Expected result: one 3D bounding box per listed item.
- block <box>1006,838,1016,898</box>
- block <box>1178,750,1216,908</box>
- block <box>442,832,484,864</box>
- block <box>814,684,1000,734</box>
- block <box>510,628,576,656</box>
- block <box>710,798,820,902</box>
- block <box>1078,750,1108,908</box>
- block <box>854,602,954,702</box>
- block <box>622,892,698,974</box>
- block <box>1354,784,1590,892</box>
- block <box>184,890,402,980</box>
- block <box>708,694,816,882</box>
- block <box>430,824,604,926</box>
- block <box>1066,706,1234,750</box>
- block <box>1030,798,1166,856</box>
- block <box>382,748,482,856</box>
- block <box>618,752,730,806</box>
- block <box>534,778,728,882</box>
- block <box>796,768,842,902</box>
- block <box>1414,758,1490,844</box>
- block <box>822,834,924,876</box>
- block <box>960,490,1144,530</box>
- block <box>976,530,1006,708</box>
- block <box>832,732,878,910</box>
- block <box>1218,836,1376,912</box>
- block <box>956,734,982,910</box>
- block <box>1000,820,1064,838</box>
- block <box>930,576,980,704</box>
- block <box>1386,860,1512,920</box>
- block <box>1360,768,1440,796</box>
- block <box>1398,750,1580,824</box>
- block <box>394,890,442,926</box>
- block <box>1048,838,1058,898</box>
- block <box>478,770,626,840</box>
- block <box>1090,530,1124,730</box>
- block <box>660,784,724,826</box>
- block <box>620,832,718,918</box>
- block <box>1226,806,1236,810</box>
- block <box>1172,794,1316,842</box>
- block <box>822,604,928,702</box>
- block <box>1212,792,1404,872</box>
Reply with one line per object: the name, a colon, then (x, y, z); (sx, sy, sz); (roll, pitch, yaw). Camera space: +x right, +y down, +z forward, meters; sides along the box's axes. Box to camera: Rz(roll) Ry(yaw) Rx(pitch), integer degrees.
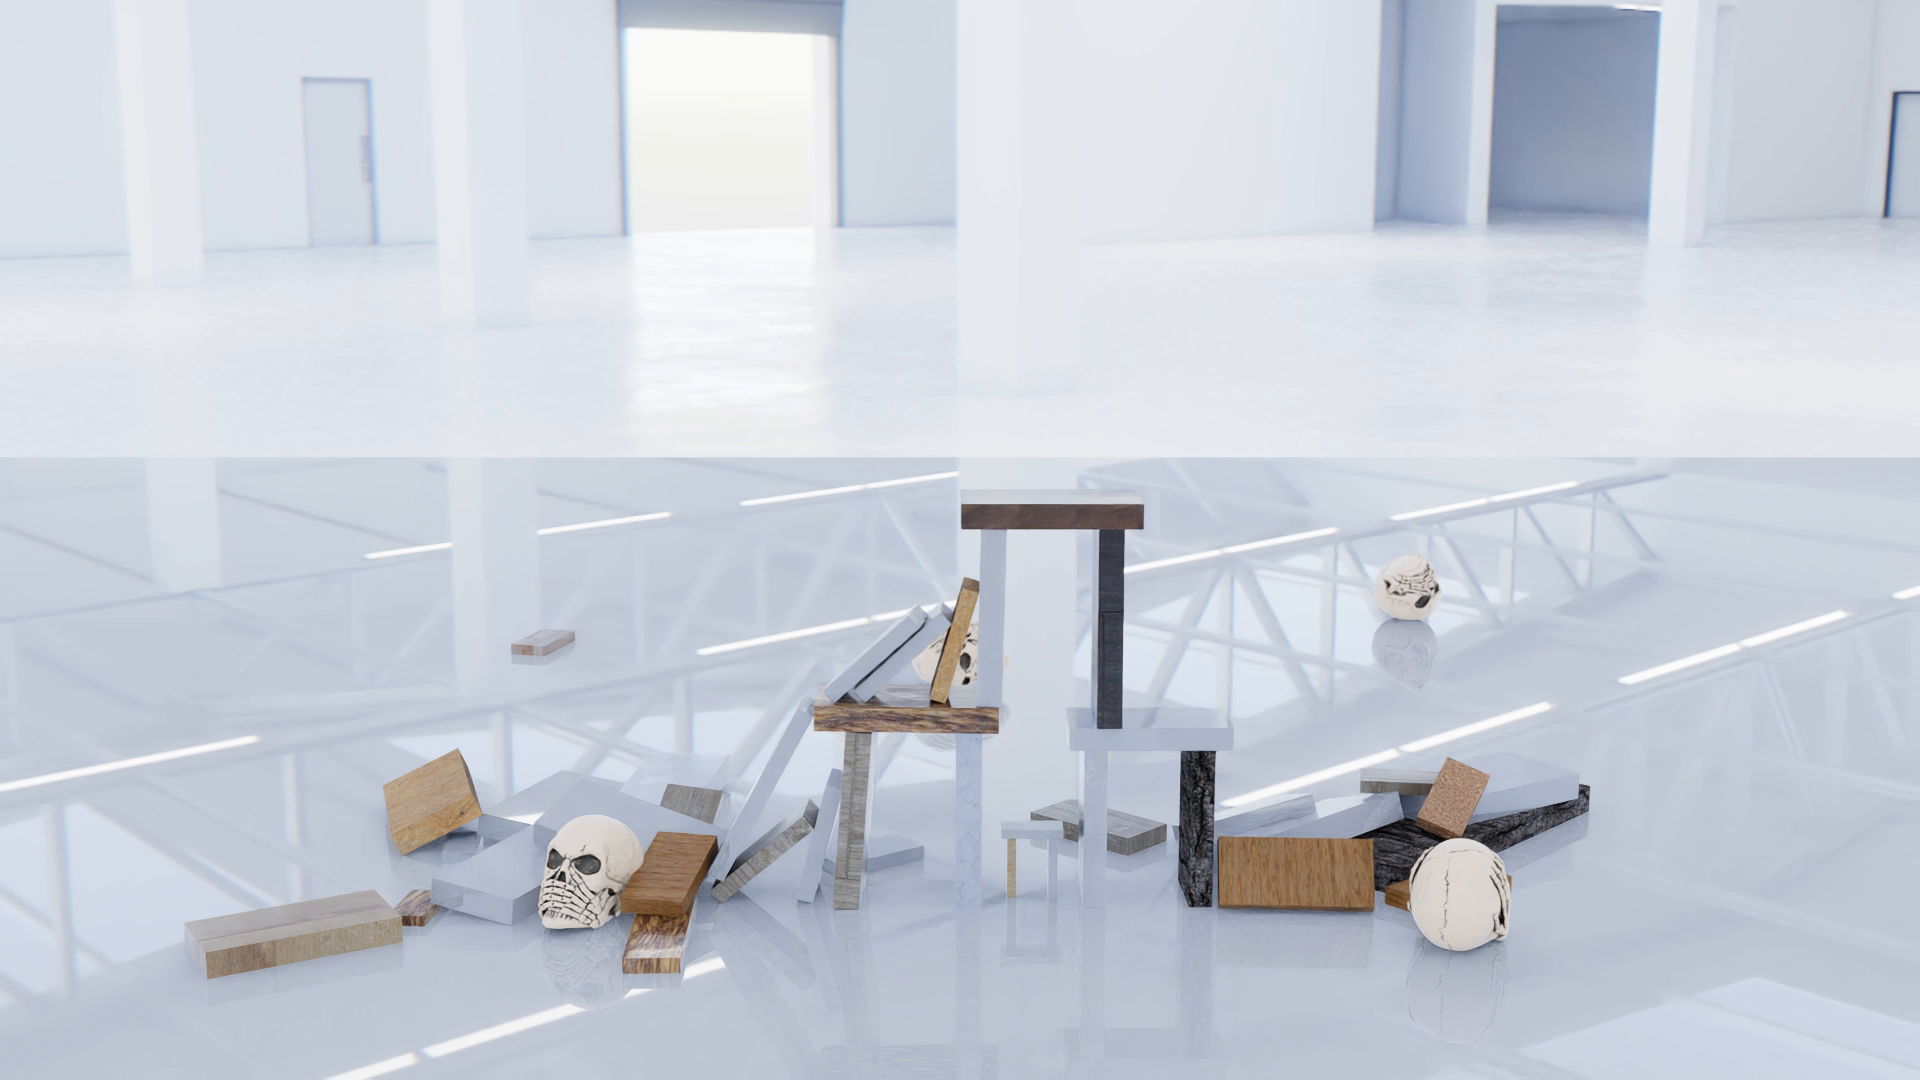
block: (0.085, 0.539, 3.664); (0.015, 0.103, 0.051); (0, 11, 0)
block: (0.392, 0.459, 3.646); (0.038, 0.265, 0.133); (0, 11, -2)
block: (-0.877, 0.542, 3.881); (0.061, 0.017, 0.122); (-1, 11, -7)
block: (-0.086, 0.276, 3.607); (0.298, 0.042, 0.149); (1, 11, 0)
block: (-1.027, 0.252, 5.421); (0.087, 0.025, 0.175); (3, 11, 15)
block: (-0.322, 0.516, 3.654); (0.202, 0.029, 0.101); (-39, 6, 9)
block: (0.220, 0.459, 3.645); (0.038, 0.266, 0.133); (0, 11, 0)
block: (-0.091, 0.181, 3.588); (0.191, 0.027, 0.095); (-42, 7, 8)
block: (-0.471, 0.614, 3.470); (0.087, 0.025, 0.309); (0, 11, -2)
block: (0.892, 0.515, 3.937); (0.172, 0.049, 0.648); (10, 14, 42)
block: (-1.040, 0.613, 3.432); (0.298, 0.042, 0.149); (-6, 12, -30)
block: (-0.324, 0.408, 3.627); (0.029, 0.317, 0.102); (28, 9, -3)
block: (-0.730, 0.556, 3.682); (0.154, 0.044, 0.309); (11, 14, 20)
block: (0.309, 0.310, 3.618); (0.266, 0.038, 0.133); (0, 11, 0)
block: (0.249, 0.517, 3.972); (0.225, 0.032, 0.113); (9, 14, 42)
block: (-0.965, 0.474, 4.013); (0.154, 0.044, 0.309); (-27, 17, -11)
block: (-0.544, 0.474, 4.079); (0.154, 0.044, 0.419); (1, 11, 5)
block: (-0.556, 0.505, 3.735); (0.298, 0.042, 0.149); (17, 31, 18)
block: (-0.228, 0.490, 3.654); (0.029, 0.202, 0.101); (15, 11, 0)
block: (0.858, 0.452, 3.828); (0.080, 0.023, 0.160); (23, 46, 17)
block: (-0.159, 0.549, 3.823); (0.175, 0.025, 0.087); (-8, 13, -36)
block: (0.146, -0.050, 3.551); (0.290, 0.041, 0.145); (0, 11, -1)
block: (0.051, 0.113, 3.581); (0.041, 0.290, 0.145); (2, 11, 1)
block: (-0.171, 0.443, 3.638); (0.042, 0.298, 0.149); (5, 11, 2)
block: (0.549, 0.546, 3.598); (0.251, 0.112, 0.032); (1, -21, 3)
block: (0.014, 0.444, 3.640); (0.042, 0.298, 0.149); (0, 11, 0)
block: (0.119, 0.481, 3.653); (0.103, 0.015, 0.051); (0, 11, 0)
block: (-0.009, 0.162, 3.584); (0.027, 0.191, 0.095); (17, 10, -2)
block: (0.811, 0.580, 3.646); (0.204, 0.029, 0.102); (-9, 14, -40)
block: (0.795, 0.432, 3.922); (0.160, 0.023, 0.080); (2, 11, 9)
block: (0.941, 0.453, 4.003); (0.345, 0.049, 0.172); (-7, 13, -33)
block: (-0.881, 0.598, 3.578); (0.061, 0.017, 0.122); (1, 11, 5)
block: (0.154, 0.539, 3.664); (0.015, 0.103, 0.051); (0, 11, 0)
block: (-0.738, 0.493, 4.028); (0.149, 0.042, 0.298); (9, 12, 18)
block: (0.240, 0.131, 3.586); (0.041, 0.327, 0.145); (0, 11, -1)
block: (-0.482, 0.504, 3.820); (0.101, 0.029, 0.202); (7, 33, 4)
block: (-0.472, 0.543, 3.582); (0.102, 0.029, 0.204); (3, 24, 10)
block: (0.501, 0.519, 3.988); (0.080, 0.023, 0.160); (5, 12, 27)
block: (0.497, 0.487, 3.847); (0.225, 0.032, 0.113); (-12, -2, -22)
block: (-0.137, 0.183, 3.573); (0.191, 0.027, 0.095); (-42, 3, 13)
block: (0.587, 0.505, 3.810); (0.345, 0.049, 0.172); (-12, -3, -38)
